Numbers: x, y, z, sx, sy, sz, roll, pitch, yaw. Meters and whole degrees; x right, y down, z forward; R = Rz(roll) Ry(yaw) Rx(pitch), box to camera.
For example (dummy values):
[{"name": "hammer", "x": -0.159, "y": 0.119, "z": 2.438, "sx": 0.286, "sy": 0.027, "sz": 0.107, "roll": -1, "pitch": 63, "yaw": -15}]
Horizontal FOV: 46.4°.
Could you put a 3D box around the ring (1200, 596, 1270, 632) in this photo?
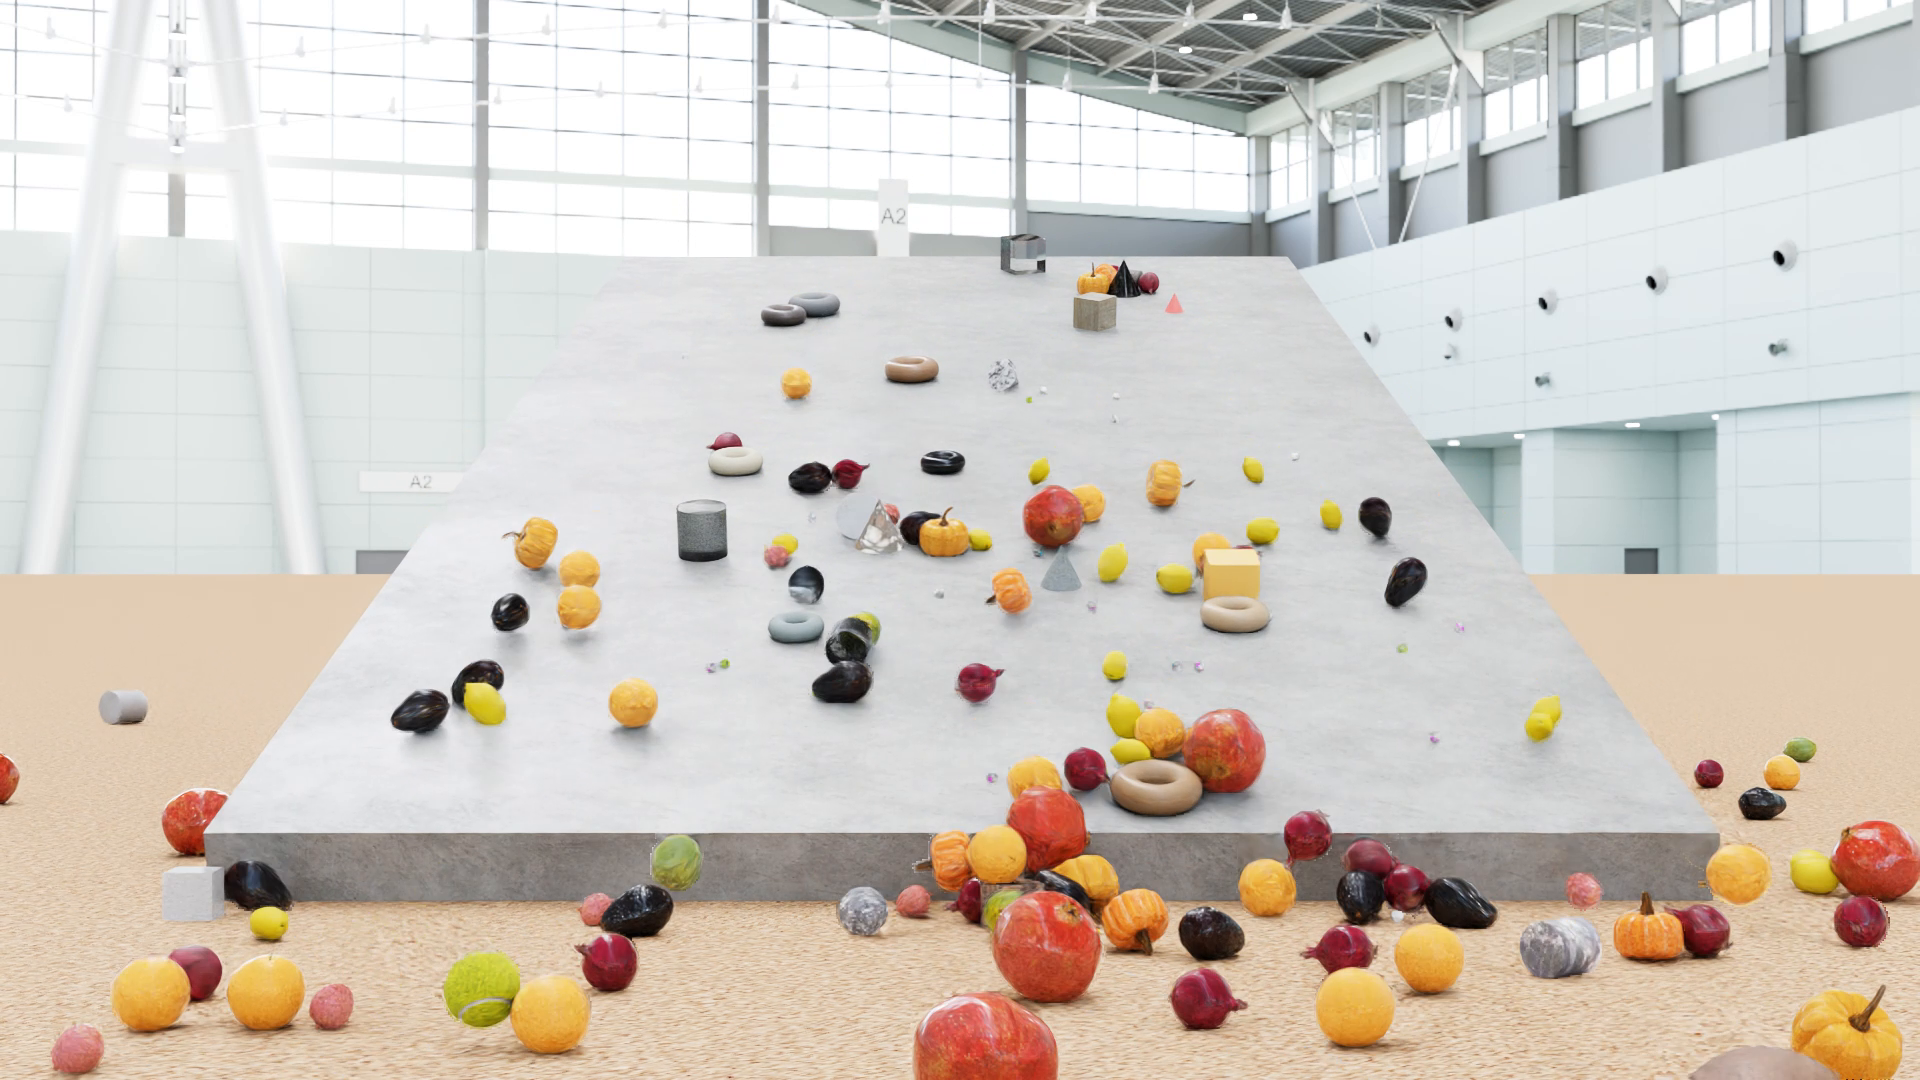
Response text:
[{"name": "ring", "x": 0.454, "y": 0.122, "z": 3.698, "sx": 0.115, "sy": 0.038, "sz": 0.115, "roll": 1, "pitch": 17, "yaw": 0}]

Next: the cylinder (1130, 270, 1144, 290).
[{"name": "cylinder", "x": 0.480, "y": -0.730, "z": 6.281, "sx": 0.056, "sy": 0.056, "sz": 0.056, "roll": 0, "pitch": -1, "yaw": 22}]

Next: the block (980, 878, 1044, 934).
[{"name": "block", "x": 0.065, "y": 0.449, "z": 2.750, "sx": 0.058, "sy": 0.058, "sz": 0.058, "roll": 0, "pitch": -1, "yaw": -27}]

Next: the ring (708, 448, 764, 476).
[{"name": "ring", "x": -0.457, "y": -0.160, "z": 4.561, "sx": 0.112, "sy": 0.037, "sz": 0.112, "roll": 0, "pitch": 20, "yaw": 0}]

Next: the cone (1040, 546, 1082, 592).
[{"name": "cone", "x": 0.176, "y": 0.043, "z": 3.881, "sx": 0.074, "sy": 0.074, "sz": 0.074, "roll": 0, "pitch": 18, "yaw": 0}]

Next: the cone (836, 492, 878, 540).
[{"name": "cone", "x": -0.183, "y": -0.038, "z": 4.182, "sx": 0.089, "sy": 0.089, "sz": 0.089, "roll": 0, "pitch": -9, "yaw": 5}]

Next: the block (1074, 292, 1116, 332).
[{"name": "block", "x": 0.351, "y": -0.594, "z": 5.823, "sx": 0.081, "sy": 0.081, "sz": 0.081, "roll": 14, "pitch": 23, "yaw": 36}]

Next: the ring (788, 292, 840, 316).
[{"name": "ring", "x": -0.390, "y": -0.630, "z": 5.986, "sx": 0.141, "sy": 0.047, "sz": 0.141, "roll": -1, "pitch": 18, "yaw": 0}]

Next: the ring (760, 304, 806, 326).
[{"name": "ring", "x": -0.464, "y": -0.591, "z": 5.875, "sx": 0.122, "sy": 0.041, "sz": 0.122, "roll": 1, "pitch": 18, "yaw": 0}]

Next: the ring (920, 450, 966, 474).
[{"name": "ring", "x": -0.035, "y": -0.159, "z": 4.569, "sx": 0.094, "sy": 0.031, "sz": 0.094, "roll": -1, "pitch": 18, "yaw": 0}]

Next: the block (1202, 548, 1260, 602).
[{"name": "block", "x": 0.459, "y": 0.068, "z": 3.786, "sx": 0.085, "sy": 0.085, "sz": 0.085, "roll": 0, "pitch": 18, "yaw": 0}]

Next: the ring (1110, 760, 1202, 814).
[{"name": "ring", "x": 0.266, "y": 0.336, "z": 3.036, "sx": 0.125, "sy": 0.042, "sz": 0.125, "roll": 0, "pitch": 18, "yaw": 0}]

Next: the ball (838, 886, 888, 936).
[{"name": "ball", "x": -0.117, "y": 0.447, "z": 2.699, "sx": 0.060, "sy": 0.060, "sz": 0.060, "roll": 0, "pitch": -1, "yaw": 0}]

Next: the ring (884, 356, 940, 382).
[{"name": "ring", "x": -0.114, "y": -0.405, "z": 5.301, "sx": 0.131, "sy": 0.044, "sz": 0.131, "roll": -1, "pitch": 18, "yaw": 0}]

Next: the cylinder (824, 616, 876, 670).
[{"name": "cylinder", "x": -0.174, "y": 0.163, "z": 3.525, "sx": 0.065, "sy": 0.065, "sz": 0.065, "roll": 0, "pitch": 30, "yaw": 18}]

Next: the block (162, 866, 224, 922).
[{"name": "block", "x": -0.972, "y": 0.449, "z": 2.839, "sx": 0.061, "sy": 0.061, "sz": 0.061, "roll": 0, "pitch": -1, "yaw": -4}]

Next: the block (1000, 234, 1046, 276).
[{"name": "block", "x": 0.184, "y": -0.833, "z": 6.527, "sx": 0.098, "sy": 0.098, "sz": 0.098, "roll": -8, "pitch": 20, "yaw": -24}]

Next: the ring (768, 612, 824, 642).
[{"name": "ring", "x": -0.267, "y": 0.141, "z": 3.648, "sx": 0.092, "sy": 0.031, "sz": 0.092, "roll": -1, "pitch": 17, "yaw": 0}]

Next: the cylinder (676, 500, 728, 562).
[{"name": "cylinder", "x": -0.465, "y": -0.017, "z": 4.036, "sx": 0.090, "sy": 0.090, "sz": 0.090, "roll": 0, "pitch": 18, "yaw": 0}]

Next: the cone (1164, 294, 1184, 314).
[{"name": "cone", "x": 0.576, "y": -0.639, "z": 6.008, "sx": 0.052, "sy": 0.052, "sz": 0.052, "roll": 0, "pitch": 18, "yaw": 0}]

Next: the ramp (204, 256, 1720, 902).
[{"name": "ramp", "x": -0.004, "y": -0.187, "z": 4.866, "sx": 2.000, "sy": 0.100, "sz": 4.000, "roll": 0, "pitch": 18, "yaw": 0}]

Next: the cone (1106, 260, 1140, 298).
[{"name": "cone", "x": 0.454, "y": -0.732, "z": 6.215, "sx": 0.100, "sy": 0.100, "sz": 0.100, "roll": 0, "pitch": 18, "yaw": 0}]

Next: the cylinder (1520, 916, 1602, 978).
[{"name": "cylinder", "x": 0.654, "y": 0.443, "z": 2.437, "sx": 0.061, "sy": 0.061, "sz": 0.061, "roll": 1, "pitch": -1, "yaw": -36}]

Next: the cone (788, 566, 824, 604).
[{"name": "cone", "x": -0.252, "y": 0.082, "z": 3.830, "sx": 0.066, "sy": 0.066, "sz": 0.066, "roll": 0, "pitch": -10, "yaw": 16}]

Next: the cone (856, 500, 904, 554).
[{"name": "cone", "x": -0.146, "y": -0.032, "z": 4.082, "sx": 0.091, "sy": 0.091, "sz": 0.091, "roll": 0, "pitch": 18, "yaw": 0}]
